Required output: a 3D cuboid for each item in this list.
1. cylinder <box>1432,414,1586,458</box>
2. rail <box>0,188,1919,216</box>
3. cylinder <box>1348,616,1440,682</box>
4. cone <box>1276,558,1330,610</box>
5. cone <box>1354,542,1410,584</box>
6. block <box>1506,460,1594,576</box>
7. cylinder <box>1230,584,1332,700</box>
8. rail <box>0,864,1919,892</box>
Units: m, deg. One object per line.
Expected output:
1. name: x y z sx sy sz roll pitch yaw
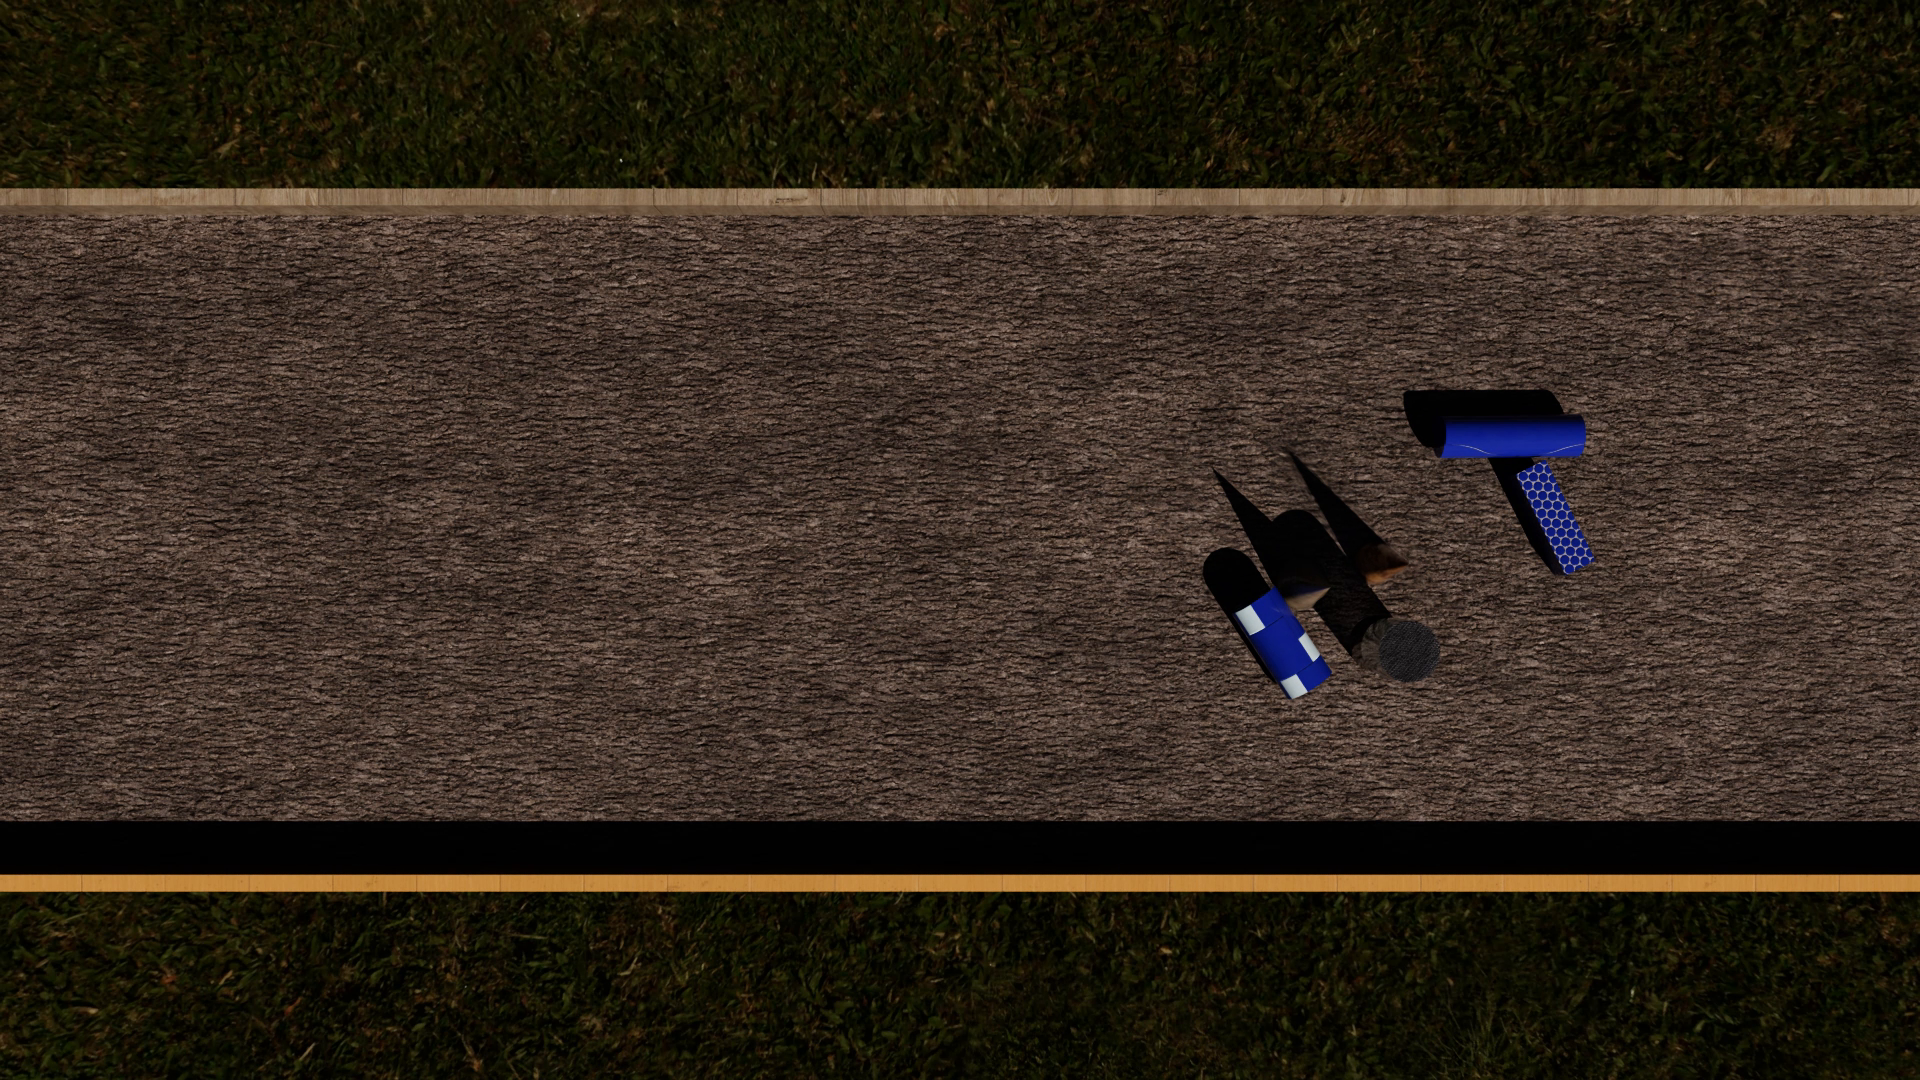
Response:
1. cylinder: 1.666 -0.316 5.011 0.422 0.130 0.130 0 90 0
2. rail: -2.247 -1.025 5.002 12.000 0.150 0.050 0 90 0
3. cylinder: 1.285 0.320 4.896 0.177 0.361 0.177 0 90 0
4. cone: 1.052 0.134 4.875 0.160 0.402 0.160 0 90 0
5. cone: 1.276 0.069 4.872 0.132 0.408 0.132 0 90 0
6. block: 1.797 -0.068 5.026 0.101 0.101 0.339 -26 90 0
7. cylinder: 0.973 0.309 4.998 0.158 0.158 0.312 -33 90 0
8. rail: -2.247 1.025 5.001 12.000 0.150 0.050 0 90 0
